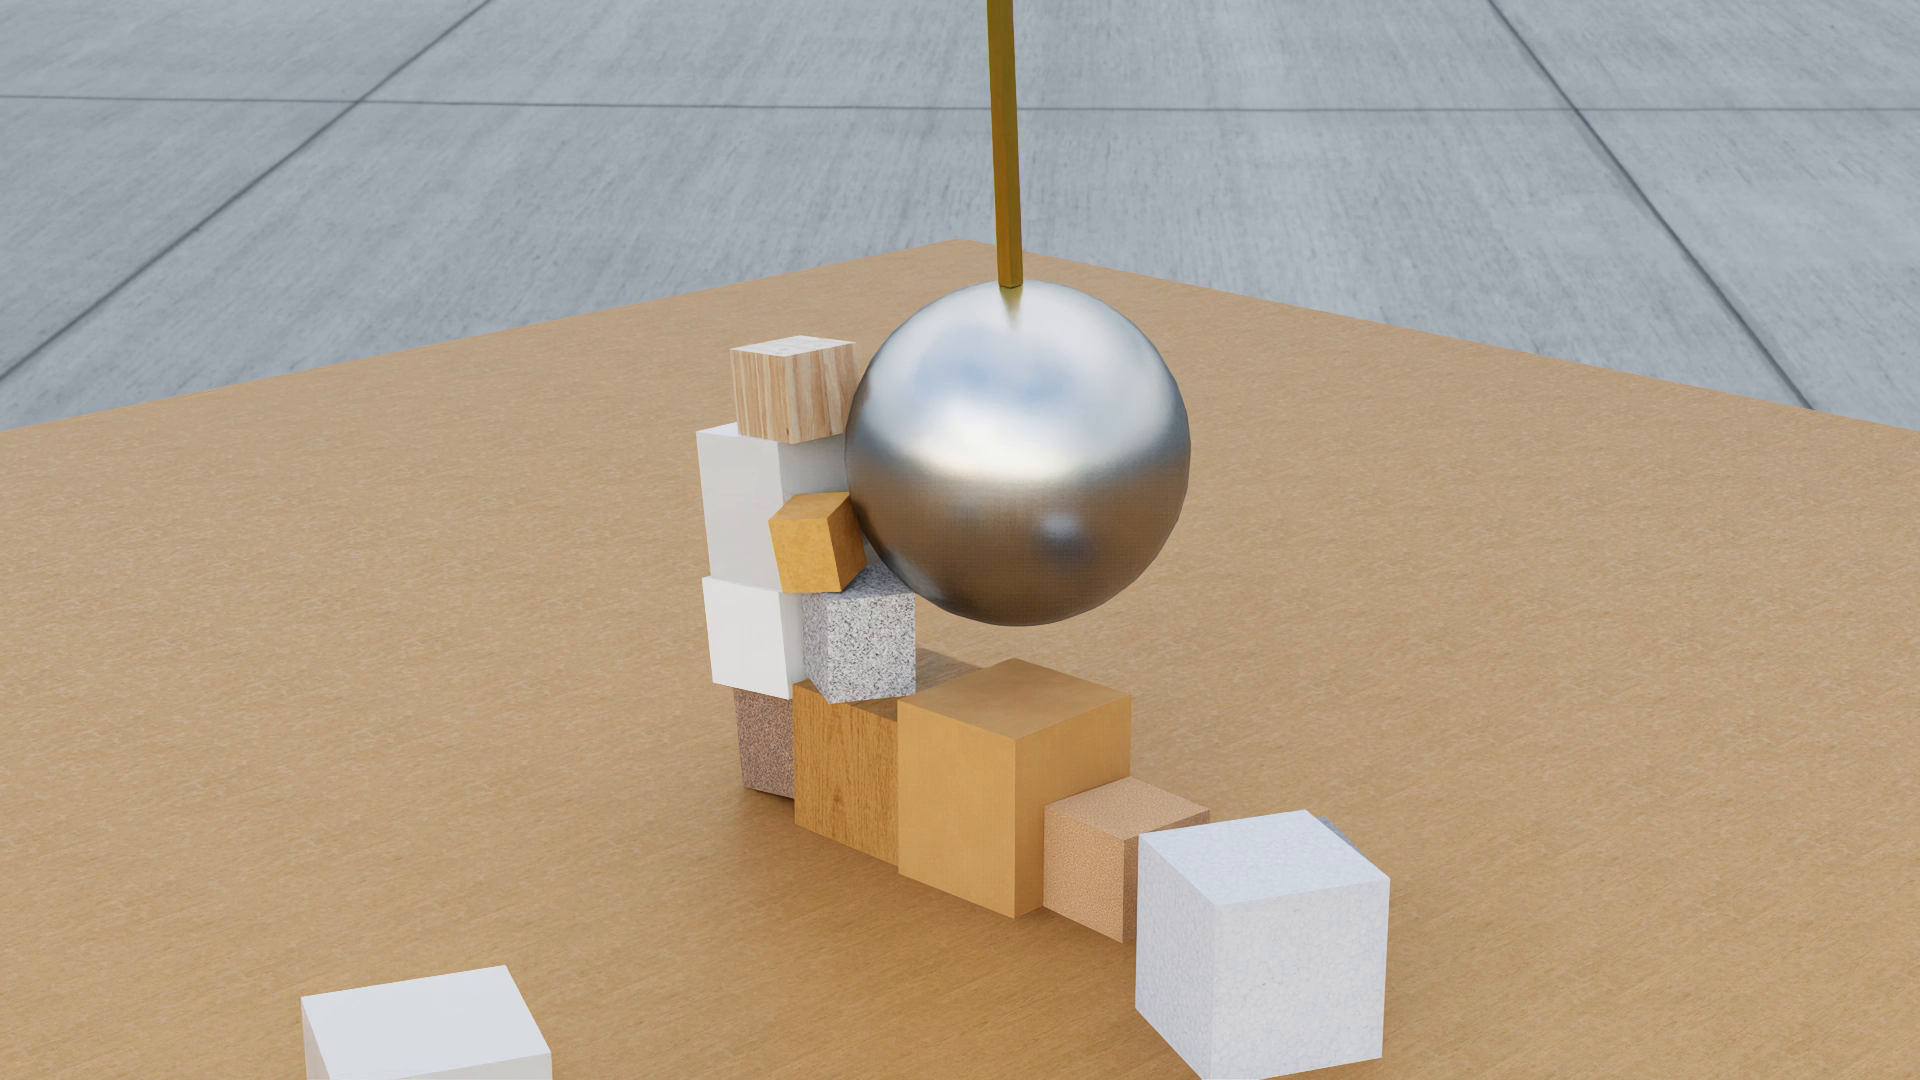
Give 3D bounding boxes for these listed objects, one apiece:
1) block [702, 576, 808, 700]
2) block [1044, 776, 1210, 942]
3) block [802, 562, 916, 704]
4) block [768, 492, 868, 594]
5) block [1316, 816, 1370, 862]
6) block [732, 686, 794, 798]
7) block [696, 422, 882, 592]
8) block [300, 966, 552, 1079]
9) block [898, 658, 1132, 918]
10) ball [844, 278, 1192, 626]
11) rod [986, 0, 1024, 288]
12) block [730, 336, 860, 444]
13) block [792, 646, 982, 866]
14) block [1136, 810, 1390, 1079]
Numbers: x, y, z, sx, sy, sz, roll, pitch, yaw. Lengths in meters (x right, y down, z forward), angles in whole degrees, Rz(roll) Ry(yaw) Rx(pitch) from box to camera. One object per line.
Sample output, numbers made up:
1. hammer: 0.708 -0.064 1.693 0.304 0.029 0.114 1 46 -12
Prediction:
1. block: -0.840 0.417 14.341 0.544 0.530 0.586 -16 17 -41
2. block: 0.739 1.414 13.036 0.527 0.485 0.510 -15 23 -39
3. block: -0.478 0.432 13.764 0.418 0.500 0.482 -5 18 -16
4. block: -0.660 0.011 13.630 0.296 0.364 0.333 -2 22 22
5. block: 1.407 1.548 12.612 0.568 0.484 0.563 -5 18 -14
6. block: -0.739 0.938 14.395 0.522 0.522 0.476 8 18 44
7. block: -0.813 -0.198 14.181 0.608 0.732 0.612 -16 17 -41
8. block: -1.907 2.071 10.532 0.751 0.733 0.746 -6 19 -20
9. block: 0.248 1.115 13.379 0.720 0.850 0.781 16 23 41
10. ball: 0.265 -0.401 13.493 1.600 1.600 1.600 0 17 0
11. rod: 0.115 -3.593 12.333 0.080 5.200 0.080 17 28 42
12. block: -0.772 -0.715 13.850 0.406 0.411 0.465 -14 16 -35
13. block: -0.245 1.013 13.935 0.794 0.711 0.745 -17 24 -42
14. block: 1.208 1.635 11.839 0.753 0.781 0.743 -6 19 -19
